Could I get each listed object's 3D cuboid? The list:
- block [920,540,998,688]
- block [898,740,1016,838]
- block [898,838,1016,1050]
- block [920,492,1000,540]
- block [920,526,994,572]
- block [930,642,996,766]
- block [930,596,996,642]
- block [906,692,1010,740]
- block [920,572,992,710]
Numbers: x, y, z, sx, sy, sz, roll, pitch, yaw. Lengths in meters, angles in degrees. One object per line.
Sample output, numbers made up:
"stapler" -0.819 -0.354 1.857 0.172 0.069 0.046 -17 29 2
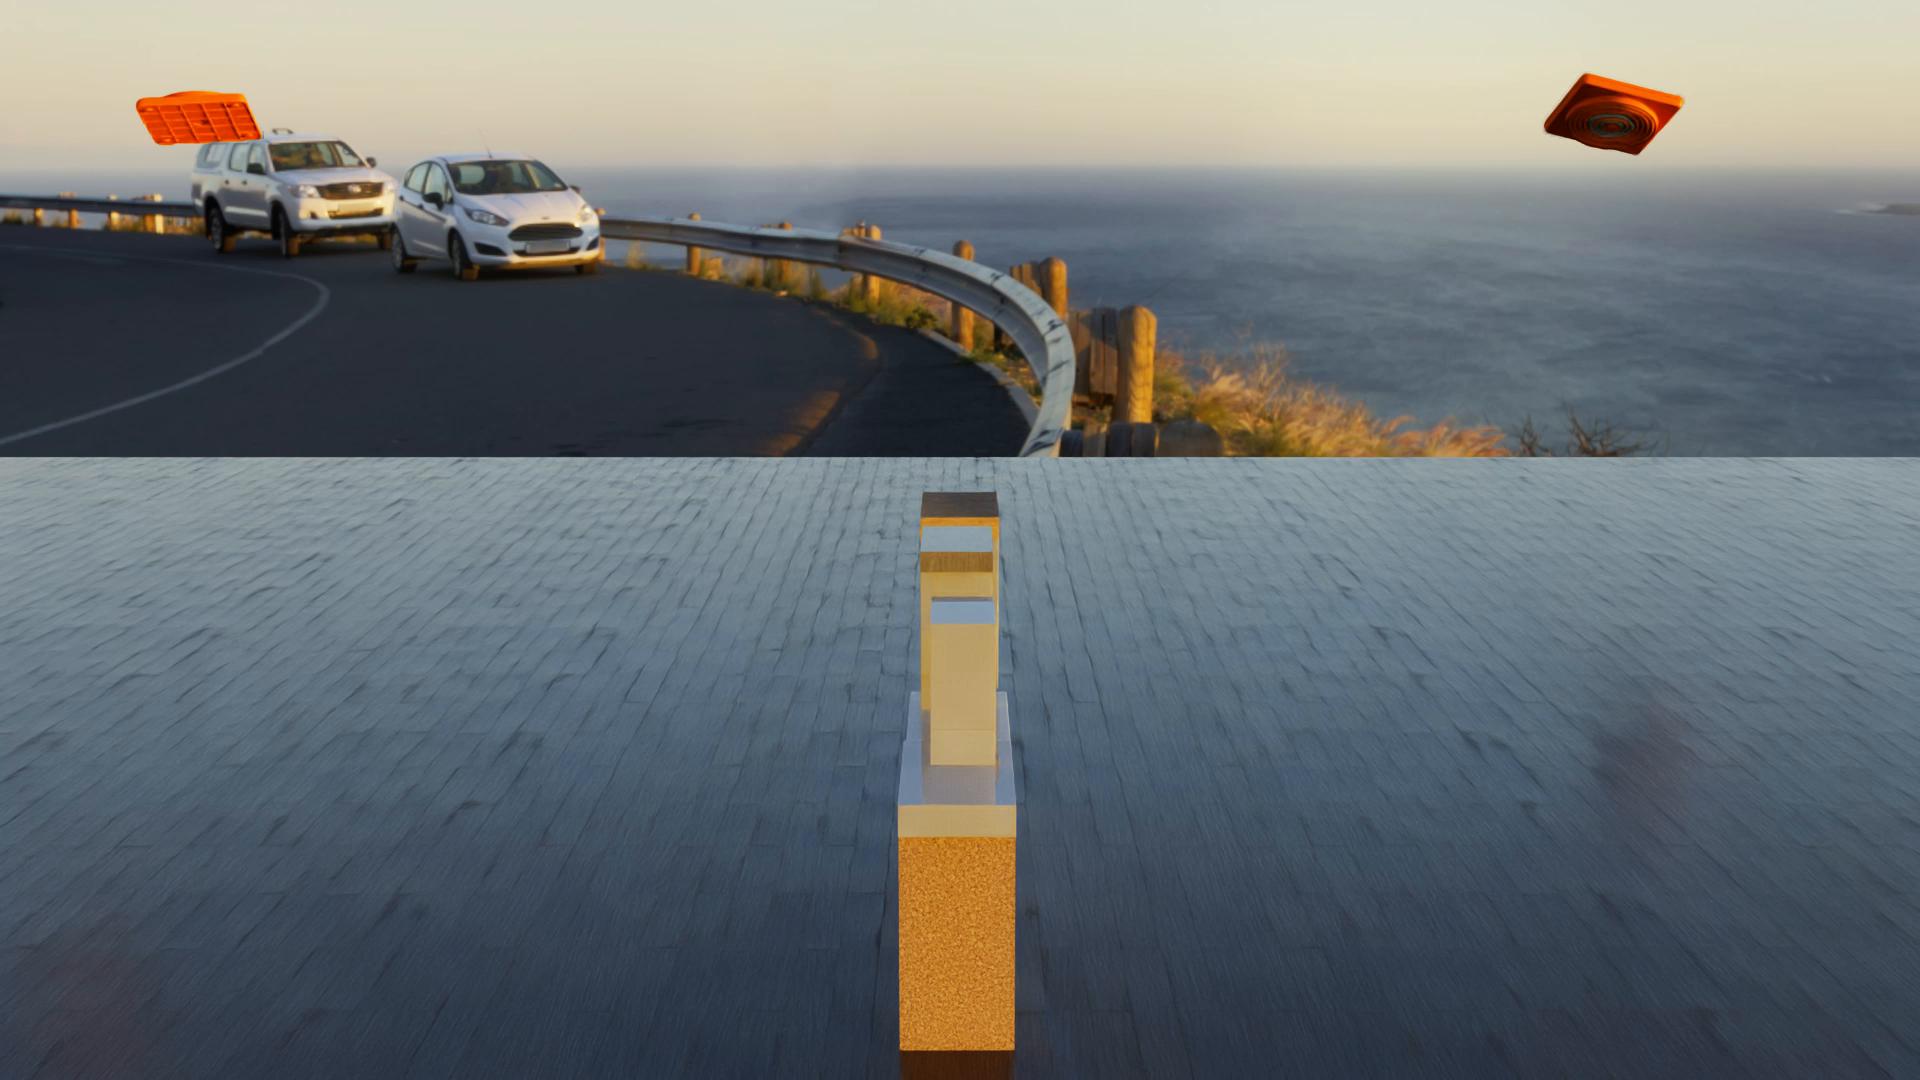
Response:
"block" -0.001 0.124 3.861 0.135 0.271 0.038 0 11 0
"block" -0.004 0.348 3.107 0.159 0.045 0.318 0 11 0
"block" -0.004 0.546 3.036 0.159 0.318 0.045 0 11 0
"block" -0.001 -0.045 3.922 0.135 0.038 0.271 0 11 0
"block" -0.005 0.014 3.506 0.112 0.032 0.225 0 11 0
"block" 0.004 0.228 3.127 0.092 0.184 0.026 0 11 0
"block" 0.004 0.113 3.168 0.092 0.026 0.184 0 10 0
"block" -0.002 0.297 3.423 0.156 0.044 0.311 0 11 0
"block" -0.005 0.154 3.456 0.112 0.225 0.032 0 11 0
